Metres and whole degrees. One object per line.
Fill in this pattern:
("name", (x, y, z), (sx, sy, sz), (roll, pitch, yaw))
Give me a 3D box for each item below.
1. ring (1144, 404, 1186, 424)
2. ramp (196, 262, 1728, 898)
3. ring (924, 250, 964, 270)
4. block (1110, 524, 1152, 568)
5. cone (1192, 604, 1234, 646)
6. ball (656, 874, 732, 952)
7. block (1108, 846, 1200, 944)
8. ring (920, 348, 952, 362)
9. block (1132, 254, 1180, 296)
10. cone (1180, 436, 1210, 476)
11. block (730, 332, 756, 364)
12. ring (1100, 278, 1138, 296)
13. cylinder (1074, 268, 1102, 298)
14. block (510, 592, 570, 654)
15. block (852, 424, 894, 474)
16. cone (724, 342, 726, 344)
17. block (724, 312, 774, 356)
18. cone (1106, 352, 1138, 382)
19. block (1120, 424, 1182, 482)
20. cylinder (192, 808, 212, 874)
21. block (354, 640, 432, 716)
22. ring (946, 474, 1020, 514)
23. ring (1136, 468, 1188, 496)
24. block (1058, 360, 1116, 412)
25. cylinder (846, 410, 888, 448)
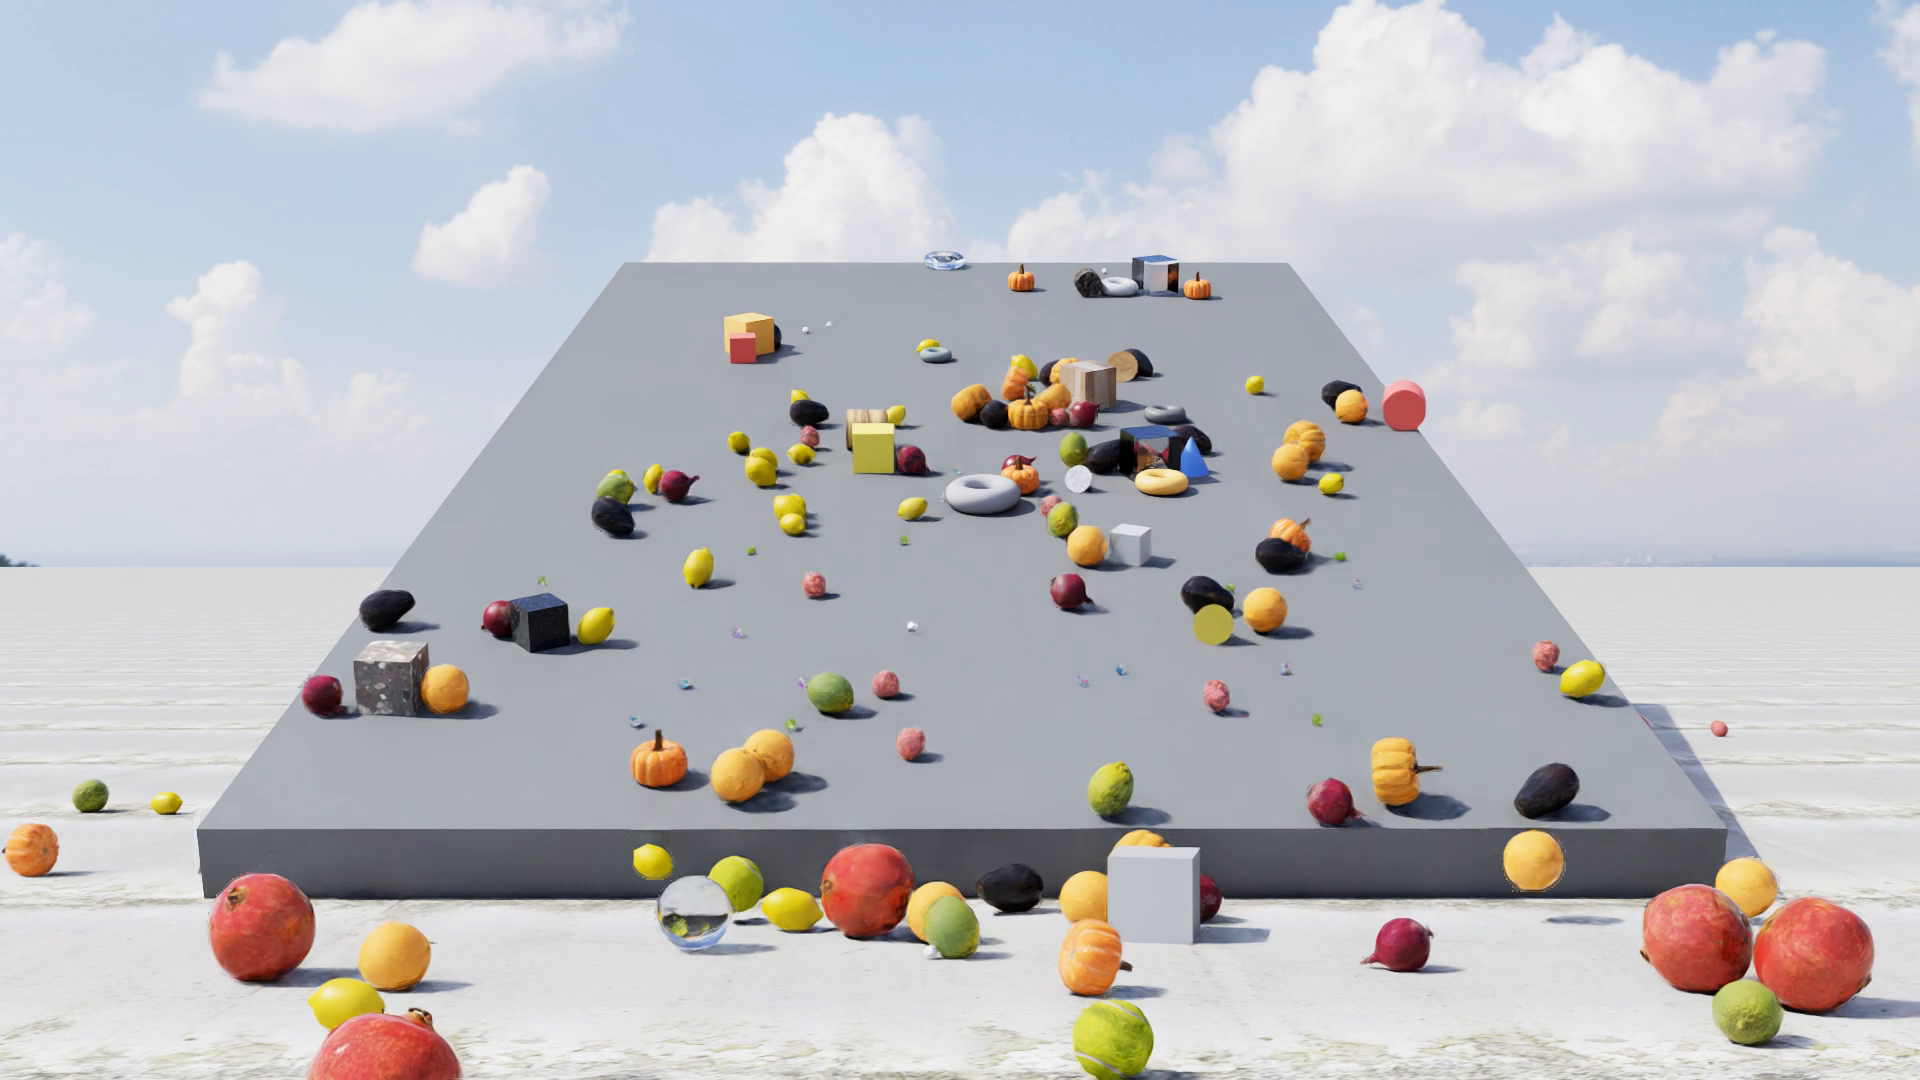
("ring", (0.451, -0.279, 4.925), (0.094, 0.031, 0.094), (1, 17, 0))
("ramp", (-0.003, -0.182, 4.835), (2.000, 0.100, 4.000), (0, 18, 0))
("ring", (-0.047, -0.833, 6.649), (0.123, 0.041, 0.123), (1, 18, 0))
("block", (0.303, 0.009, 3.977), (0.057, 0.057, 0.057), (8, 19, 24))
("cone", (0.416, 0.142, 3.606), (0.066, 0.066, 0.066), (0, -10, 19))
("ball", (-0.304, 0.426, 2.549), (0.086, 0.086, 0.086), (0, -1, 0))
("block", (0.230, 0.420, 2.646), (0.100, 0.100, 0.100), (0, -1, 11))
("ring", (-0.059, -0.454, 5.481), (0.080, 0.027, 0.080), (1, 19, 0))
("block", (0.549, -0.745, 6.282), (0.095, 0.095, 0.095), (-9, 20, -27))
("cone", (0.468, -0.175, 4.524), (0.077, 0.077, 0.077), (0, 18, 0))
("block", (-0.533, -0.471, 5.473), (0.062, 0.062, 0.062), (-2, 18, -6))
("ring", (0.445, -0.710, 6.267), (0.111, 0.037, 0.111), (2, 21, -1))
("cylinder", (0.357, -0.721, 6.247), (0.070, 0.070, 0.070), (0, 18, -4))
("block", (-0.672, 0.132, 3.568), (0.069, 0.069, 0.069), (-12, 21, -33))
("block", (-0.177, -0.187, 4.548), (0.083, 0.083, 0.083), (-1, 18, -2))
("cone", (-0.557, -0.506, 5.642), (0.058, 0.058, 0.058), (0, -11, 27))
("block", (-0.525, -0.511, 5.558), (0.087, 0.087, 0.087), (-16, 23, -40))
("cone", (0.383, -0.404, 5.313), (0.075, 0.075, 0.075), (0, -9, 0))
("block", (0.382, -0.172, 4.488), (0.093, 0.093, 0.093), (-6, 19, -19))
("cylinder", (-1.048, 0.429, 3.206), (0.092, 0.092, 0.092), (-2, 0, -26))
("block", (-0.842, 0.205, 3.313), (0.084, 0.084, 0.084), (2, 18, 5))
("ring", (0.045, -0.088, 4.296), (0.146, 0.049, 0.146), (-1, 19, 0))
("ring", (0.398, -0.114, 4.402), (0.105, 0.035, 0.105), (1, 17, 0))
("block", (0.289, -0.349, 5.044), (0.091, 0.091, 0.091), (-13, 22, -34))
("cylinder", (-0.196, -0.233, 4.692), (0.083, 0.083, 0.083), (0, -1, 0))
